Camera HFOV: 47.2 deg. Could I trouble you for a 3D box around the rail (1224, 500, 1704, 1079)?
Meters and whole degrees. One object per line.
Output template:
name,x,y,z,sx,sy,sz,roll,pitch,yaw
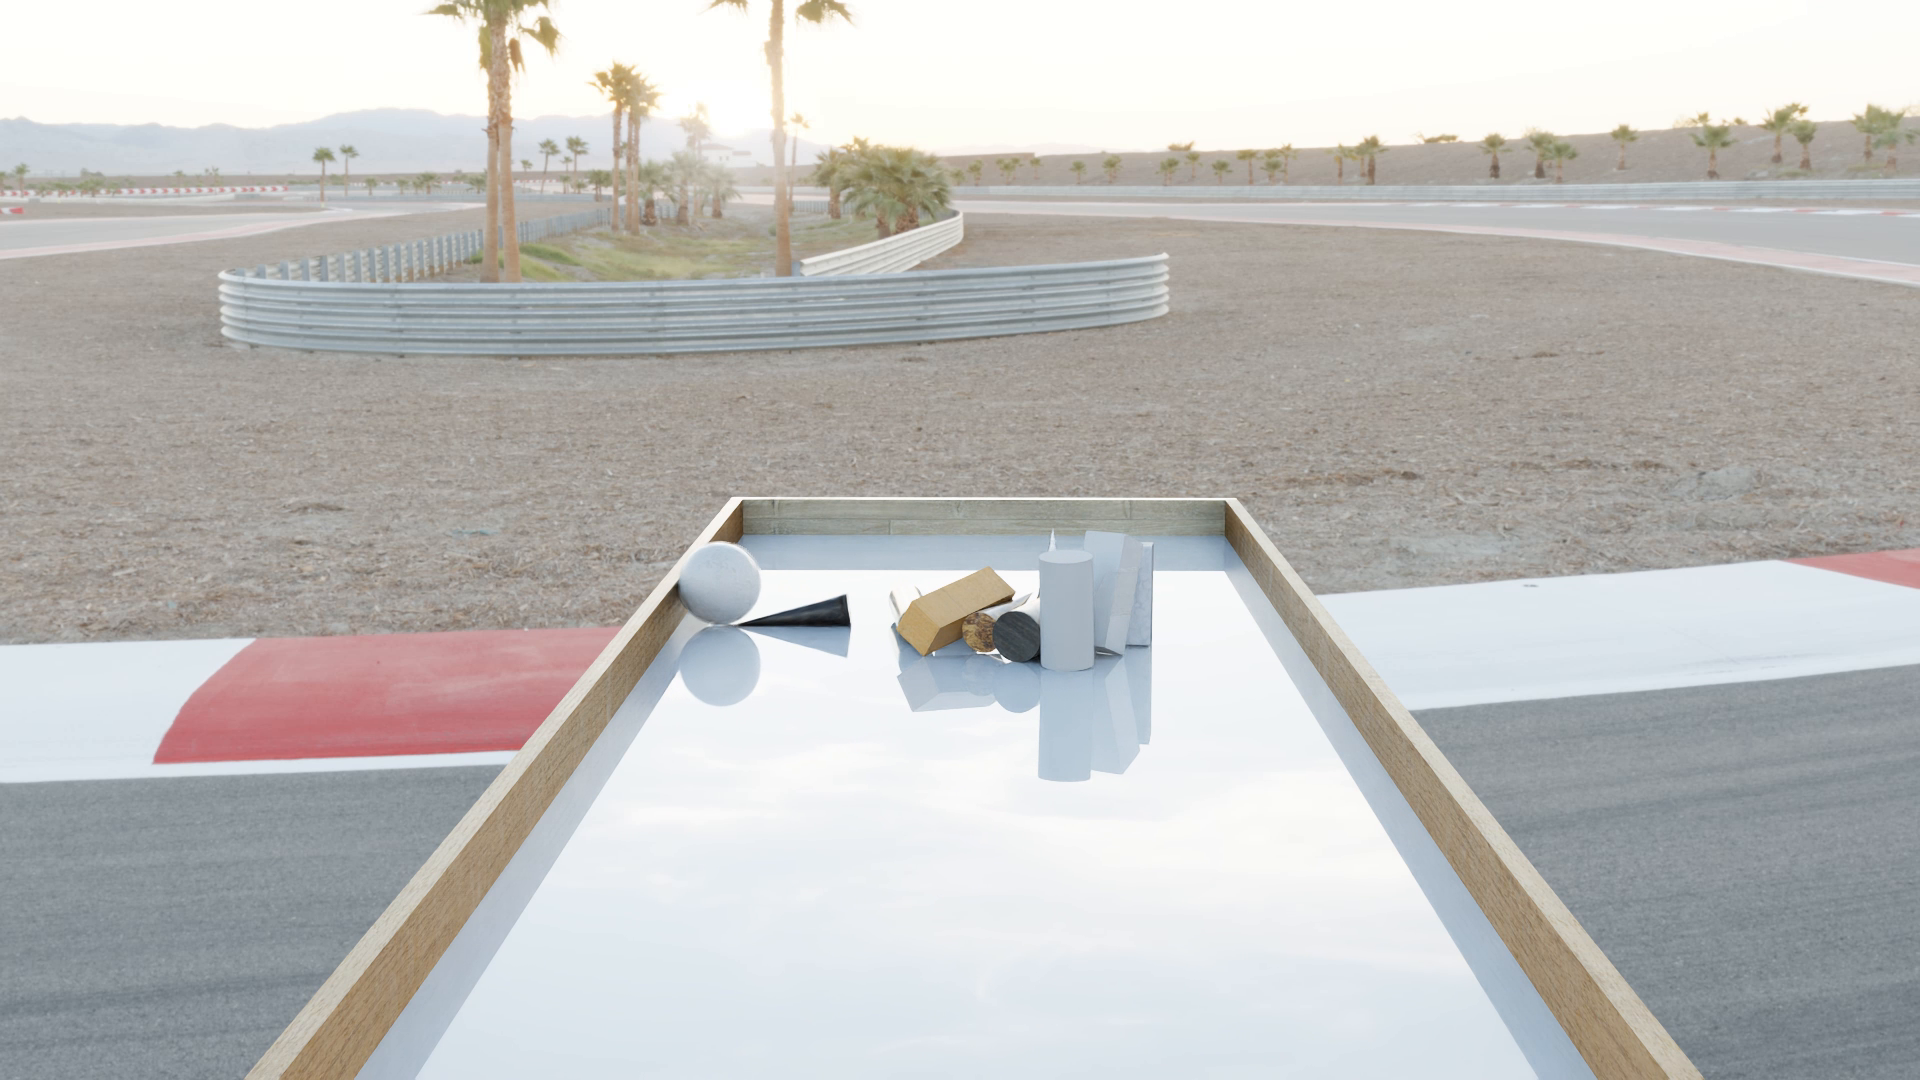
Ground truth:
rail,1.046,0.843,3.208,0.050,0.150,12.000,0,9,1

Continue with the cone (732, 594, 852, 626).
cone,-0.561,0.256,7.223,0.400,0.109,0.109,-8,9,0

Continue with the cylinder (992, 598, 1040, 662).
cylinder,0.232,0.271,6.792,0.159,0.159,0.300,4,10,24

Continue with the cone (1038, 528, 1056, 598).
cone,0.292,0.134,6.979,0.145,0.359,0.145,0,14,0

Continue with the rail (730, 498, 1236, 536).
rail,0.099,-0.098,9.147,2.100,0.150,0.050,0,9,1

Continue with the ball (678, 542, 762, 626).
ball,-0.790,0.145,7.224,0.272,0.272,0.272,0,9,0

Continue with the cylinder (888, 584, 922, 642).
cylinder,-0.159,0.237,7.144,0.117,0.117,0.450,-1,9,-6

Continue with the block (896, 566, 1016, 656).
block,-0.009,0.220,6.884,0.126,0.126,0.396,43,37,19

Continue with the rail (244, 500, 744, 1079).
rail,-1.004,0.839,3.234,0.050,0.150,12.000,0,9,1

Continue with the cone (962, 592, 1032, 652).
cone,0.152,0.226,6.941,0.133,0.133,0.383,5,20,27

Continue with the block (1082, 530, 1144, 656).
block,0.446,0.163,6.769,0.134,0.354,0.134,5,-11,31

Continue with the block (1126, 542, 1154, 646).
block,0.545,0.167,6.939,0.122,0.312,0.122,1,6,8

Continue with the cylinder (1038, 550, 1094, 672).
cylinder,0.319,0.210,6.579,0.161,0.332,0.161,-2,14,0
